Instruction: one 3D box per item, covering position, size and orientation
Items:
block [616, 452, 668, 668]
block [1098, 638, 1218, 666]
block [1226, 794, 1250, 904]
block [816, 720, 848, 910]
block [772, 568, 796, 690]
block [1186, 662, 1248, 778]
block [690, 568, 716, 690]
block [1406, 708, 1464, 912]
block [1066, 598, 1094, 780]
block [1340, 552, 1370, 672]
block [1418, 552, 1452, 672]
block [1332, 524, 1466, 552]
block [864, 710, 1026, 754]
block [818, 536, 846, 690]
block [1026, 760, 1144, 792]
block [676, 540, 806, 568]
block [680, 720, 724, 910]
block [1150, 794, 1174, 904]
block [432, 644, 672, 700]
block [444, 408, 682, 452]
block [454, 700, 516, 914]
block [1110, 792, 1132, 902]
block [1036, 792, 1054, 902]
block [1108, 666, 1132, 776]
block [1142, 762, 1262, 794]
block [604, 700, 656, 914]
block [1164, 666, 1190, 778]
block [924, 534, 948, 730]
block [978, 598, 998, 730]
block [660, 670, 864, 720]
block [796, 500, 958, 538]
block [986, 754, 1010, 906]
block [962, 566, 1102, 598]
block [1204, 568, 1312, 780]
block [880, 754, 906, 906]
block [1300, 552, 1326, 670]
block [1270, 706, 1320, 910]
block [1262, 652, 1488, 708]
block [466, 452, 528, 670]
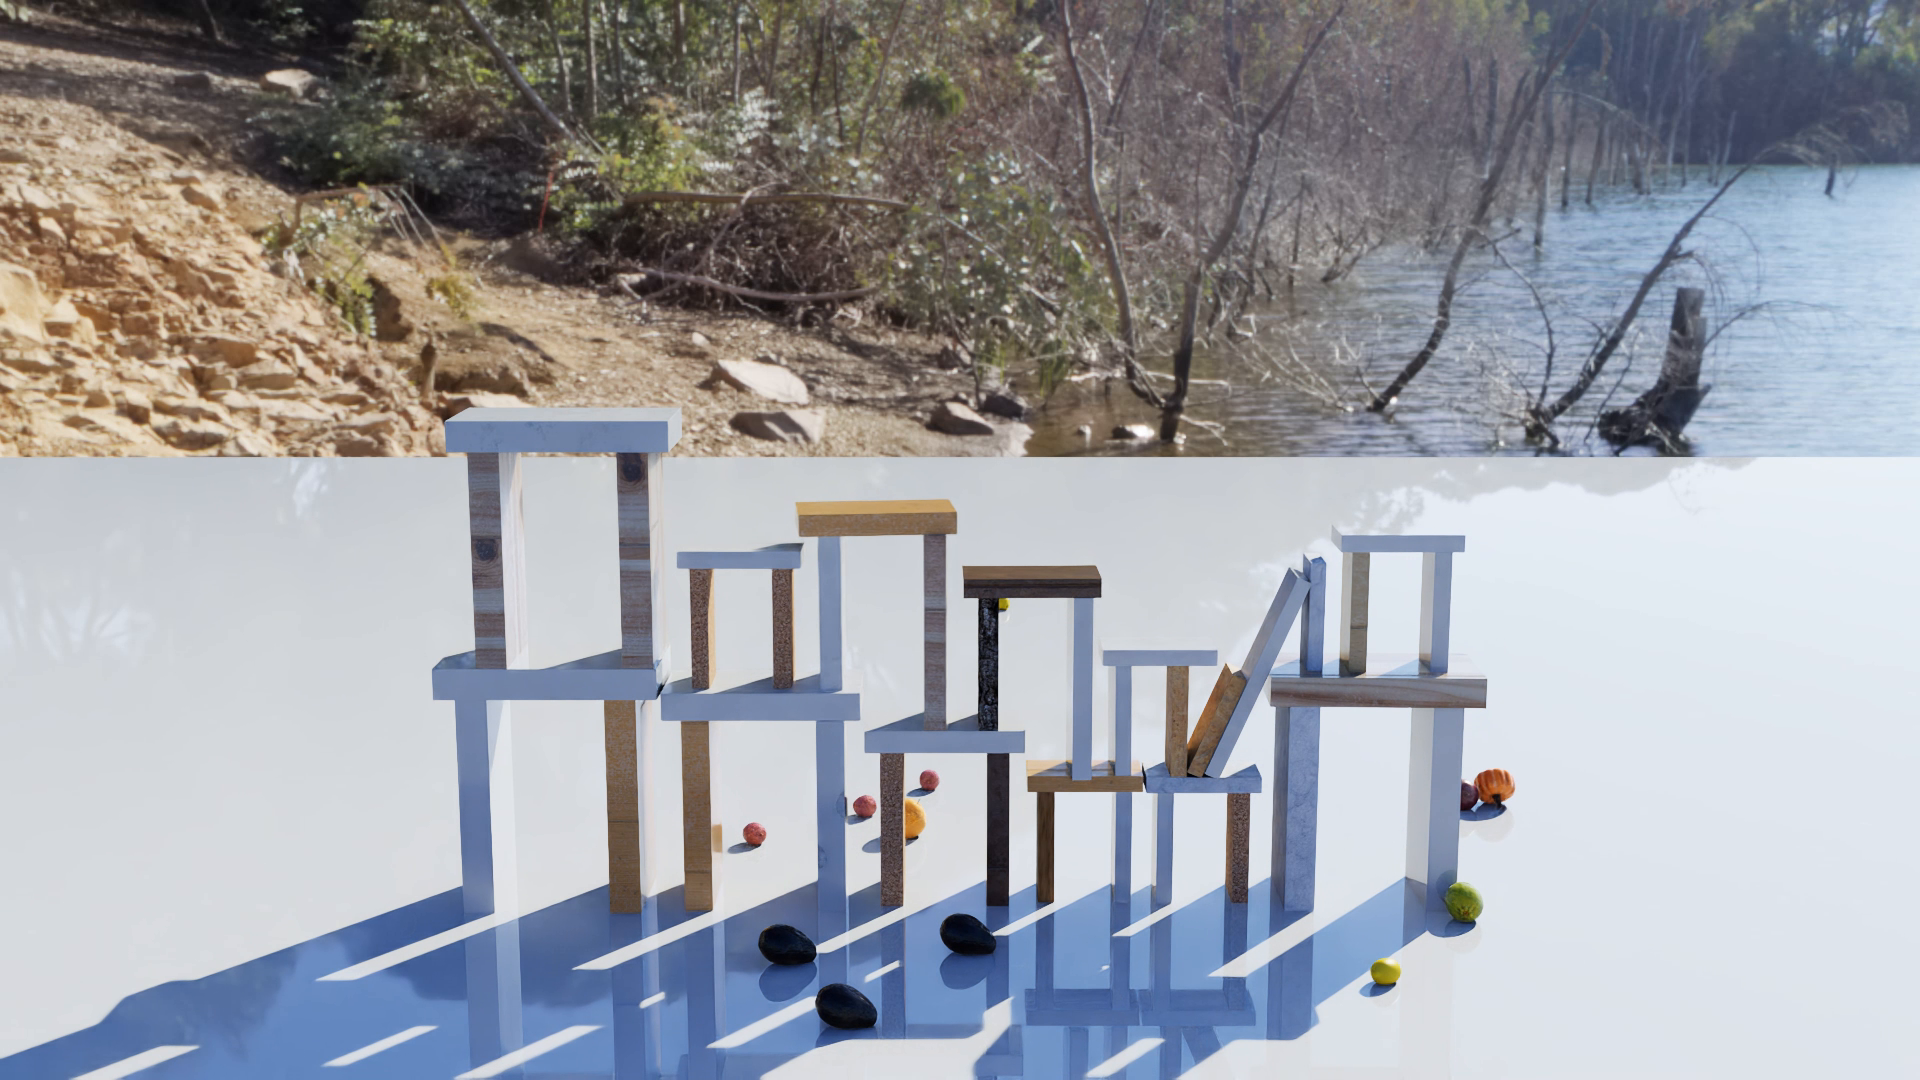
[{"bbox_3d":[-0.514,0.018,3.559,0.049,0.348,0.174,0,11,0],"label":"block"},{"bbox_3d":[0.323,0.182,3.595,0.185,0.026,0.093,0,11,-1],"label":"block"},{"bbox_3d":[0.461,0.497,3.653,0.027,0.188,0.094,0,11,0],"label":"block"},{"bbox_3d":[-0.211,0.433,3.637,0.045,0.320,0.160,0,11,-1],"label":"block"},{"bbox_3d":[-0.287,0.134,3.582,0.028,0.198,0.099,0,11,0],"label":"block"},{"bbox_3d":[0.416,0.295,3.610,0.025,0.177,0.089,23,9,-5],"label":"block"},{"bbox_3d":[-0.419,0.134,3.582,0.028,0.198,0.099,0,11,0],"label":"block"},{"bbox_3d":[0.784,0.421,3.639,0.049,0.344,0.172,0,11,0],"label":"block"},{"bbox_3d":[0.195,0.231,3.592,0.031,0.302,0.110,0,11,-3],"label":"block"},{"bbox_3d":[0.642,0.108,3.577,0.028,0.197,0.099,0,11,1],"label":"block"},{"bbox_3d":[0.773,0.108,3.576,0.028,0.197,0.099,0,11,1],"label":"block"},{"bbox_3d":[0.707,-0.003,3.556,0.197,0.028,0.099,0,11,0],"label":"block"},{"bbox_3d":[-0.025,0.315,3.623,0.260,0.037,0.130,0,11,0],"label":"block"},{"bbox_3d":[-0.208,0.106,3.583,0.036,0.253,0.126,0,11,0],"label":"block"},{"bbox_3d":[0.205,0.390,3.637,0.189,0.027,0.094,0,11,0],"label":"block"},{"bbox_3d":[-0.353,0.023,3.562,0.198,0.028,0.099,0,11,0],"label":"block"},{"bbox_3d":[-0.426,0.433,3.638,0.045,0.320,0.160,0,11,0],"label":"block"},{"bbox_3d":[0.336,0.497,3.653,0.027,0.188,0.094,0,11,0],"label":"block"},{"bbox_3d":[-0.663,0.215,3.595,0.357,0.051,0.179,0,11,0],"label":"block"},{"bbox_3d":[-0.631,-0.177,3.523,0.348,0.049,0.174,0,11,0],"label":"block"},{"bbox_3d":[-0.782,0.415,3.632,0.051,0.357,0.179,0,11,0],"label":"block"},{"bbox_3d":[0.268,0.496,3.657,0.027,0.189,0.095,0,11,0],"label":"block"},{"bbox_3d":[0.142,0.496,3.657,0.027,0.189,0.095,0,11,0],"label":"block"},{"bbox_3d":[0.263,0.285,3.619,0.026,0.185,0.093,-1,11,-3],"label":"block"},{"bbox_3d":[0.398,0.392,3.633,0.188,0.027,0.094,0,11,0],"label":"block"},{"bbox_3d":[-0.544,0.415,3.632,0.051,0.357,0.179,0,11,0],"label":"block"},{"bbox_3d":[0.356,0.287,3.616,0.026,0.186,0.093,0,11,-1],"label":"block"},{"bbox_3d":[-0.039,0.139,3.590,0.036,0.321,0.126,0,11,1],"label":"block"},{"bbox_3d":[0.046,0.190,3.592,0.031,0.221,0.110,0,11,0],"label":"block"},{"bbox_3d":[-0.321,0.254,3.606,0.320,0.045,0.160,0,11,0],"label":"block"},{"bbox_3d":[-0.137,-0.036,3.558,0.253,0.036,0.126,-1,11,-6],"label":"block"},{"bbox_3d":[0.062,0.461,3.650,0.037,0.260,0.130,0,11,0],"label":"block"},{"bbox_3d":[0.115,0.067,3.563,0.221,0.031,0.110,0,11,-1],"label":"block"},{"bbox_3d":[0.480,0.216,3.585,0.025,0.355,0.089,23,10,-5],"label":"block"},{"bbox_3d":[-0.111,0.461,3.650,0.037,0.260,0.130,0,11,0],"label":"block"},{"bbox_3d":[0.575,0.116,3.584,0.025,0.177,0.089,0,11,1],"label":"block"},{"bbox_3d":[0.554,0.420,3.641,0.049,0.344,0.172,0,11,1],"label":"block"},{"bbox_3d":[0.672,0.229,3.599,0.344,0.049,0.172,0,11,2],"label":"block"},{"bbox_3d":[-0.747,0.019,3.558,0.049,0.348,0.174,0,11,0],"label":"block"}]
